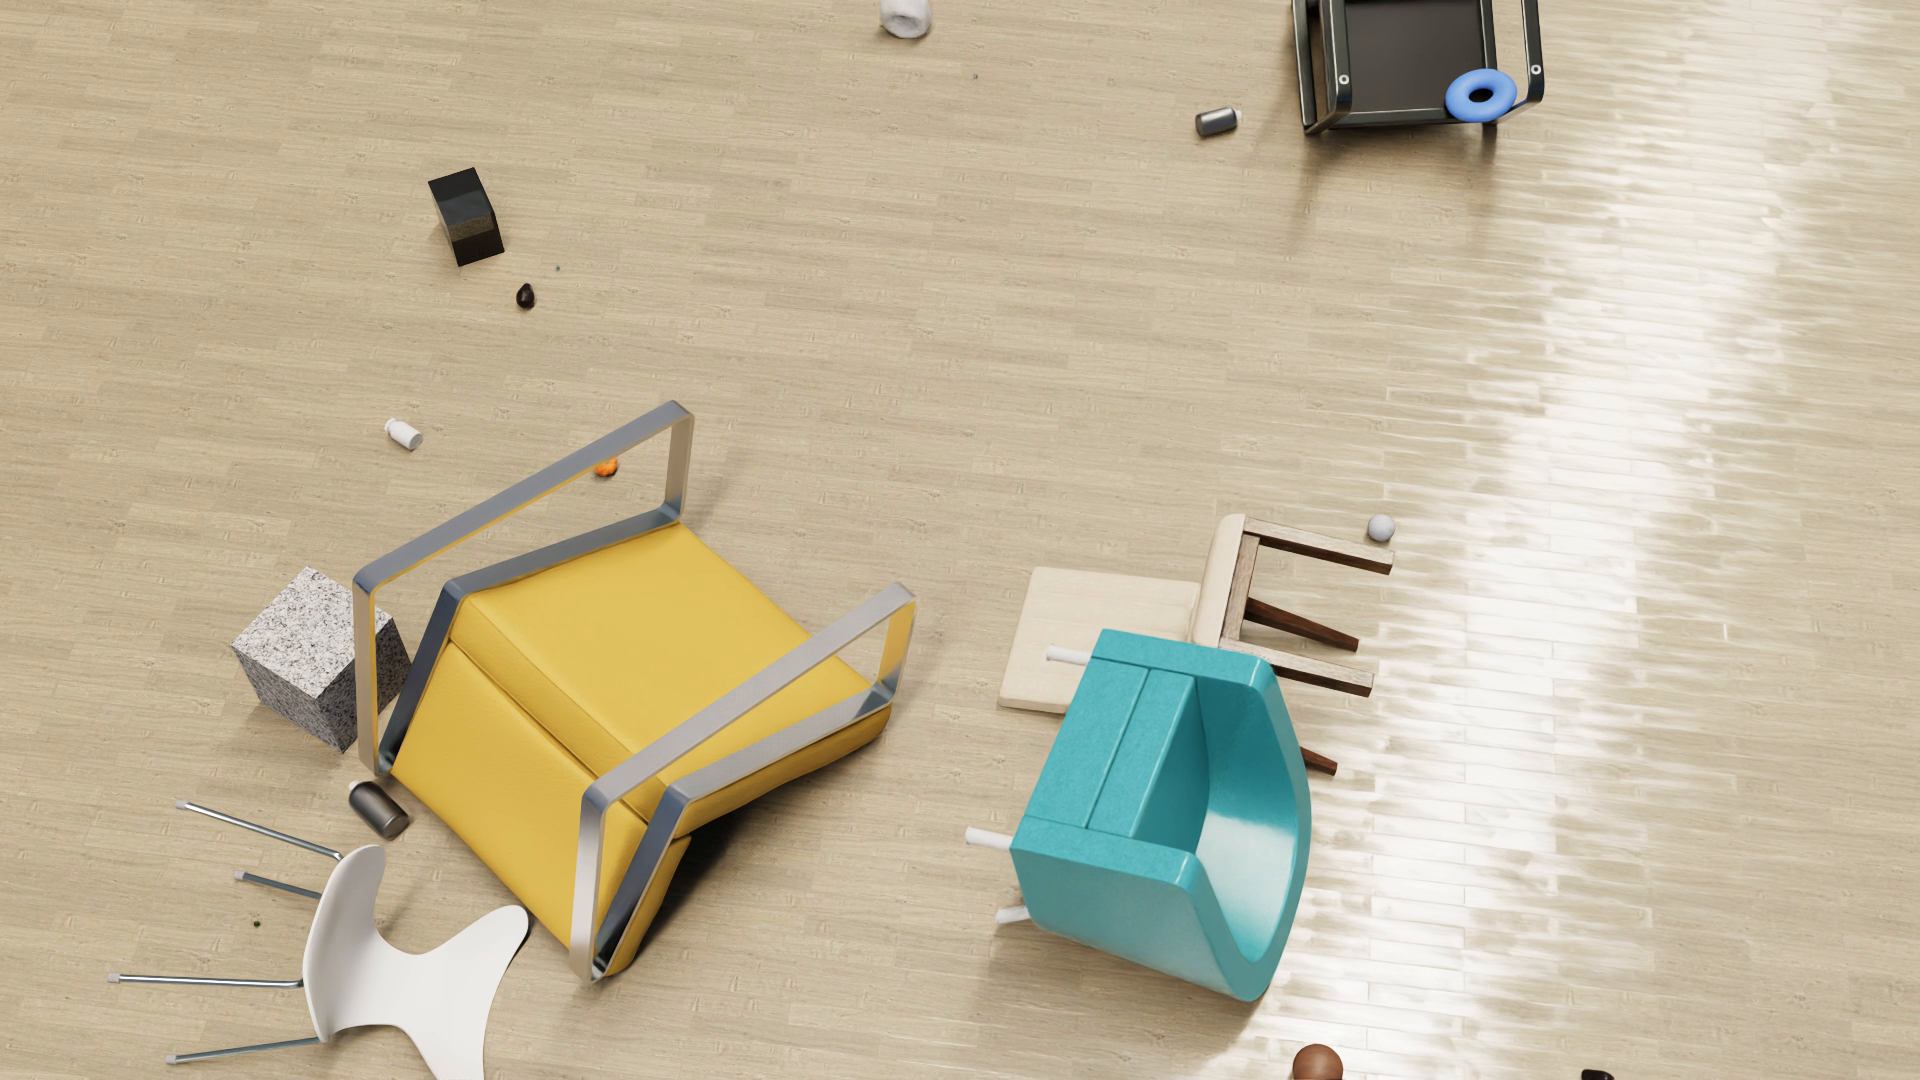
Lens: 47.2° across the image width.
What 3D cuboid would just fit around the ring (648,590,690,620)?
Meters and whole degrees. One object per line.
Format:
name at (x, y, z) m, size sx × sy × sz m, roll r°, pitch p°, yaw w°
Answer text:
ring at (-0.851, 0.190, 6.427) m, size 0.130 × 0.029 × 0.102 m, roll -23°, pitch 56°, yaw -20°

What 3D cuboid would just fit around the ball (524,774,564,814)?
ball at (-1.141, 0.697, 6.040) m, size 0.109 × 0.109 × 0.109 m, roll 0°, pitch 56°, yaw 0°

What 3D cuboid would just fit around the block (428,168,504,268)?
block at (-1.608, -1.052, 7.162) m, size 0.157 × 0.195 × 0.215 m, roll -21°, pitch 59°, yaw -13°

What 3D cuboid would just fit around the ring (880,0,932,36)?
ring at (-0.192, -1.854, 7.728) m, size 0.190 × 0.155 × 0.128 m, roll 17°, pitch 57°, yaw -11°

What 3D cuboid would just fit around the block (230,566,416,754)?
block at (-1.778, 0.336, 6.160) m, size 0.311 × 0.314 × 0.310 m, roll 28°, pitch 61°, yaw 18°

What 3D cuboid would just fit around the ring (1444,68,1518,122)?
ring at (1.719, -1.466, 7.258) m, size 0.234 × 0.055 × 0.217 m, roll -3°, pitch 59°, yaw 18°

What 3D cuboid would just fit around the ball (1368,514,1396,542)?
ball at (1.255, -0.037, 6.549) m, size 0.082 × 0.082 × 0.082 m, roll 0°, pitch 56°, yaw 0°
